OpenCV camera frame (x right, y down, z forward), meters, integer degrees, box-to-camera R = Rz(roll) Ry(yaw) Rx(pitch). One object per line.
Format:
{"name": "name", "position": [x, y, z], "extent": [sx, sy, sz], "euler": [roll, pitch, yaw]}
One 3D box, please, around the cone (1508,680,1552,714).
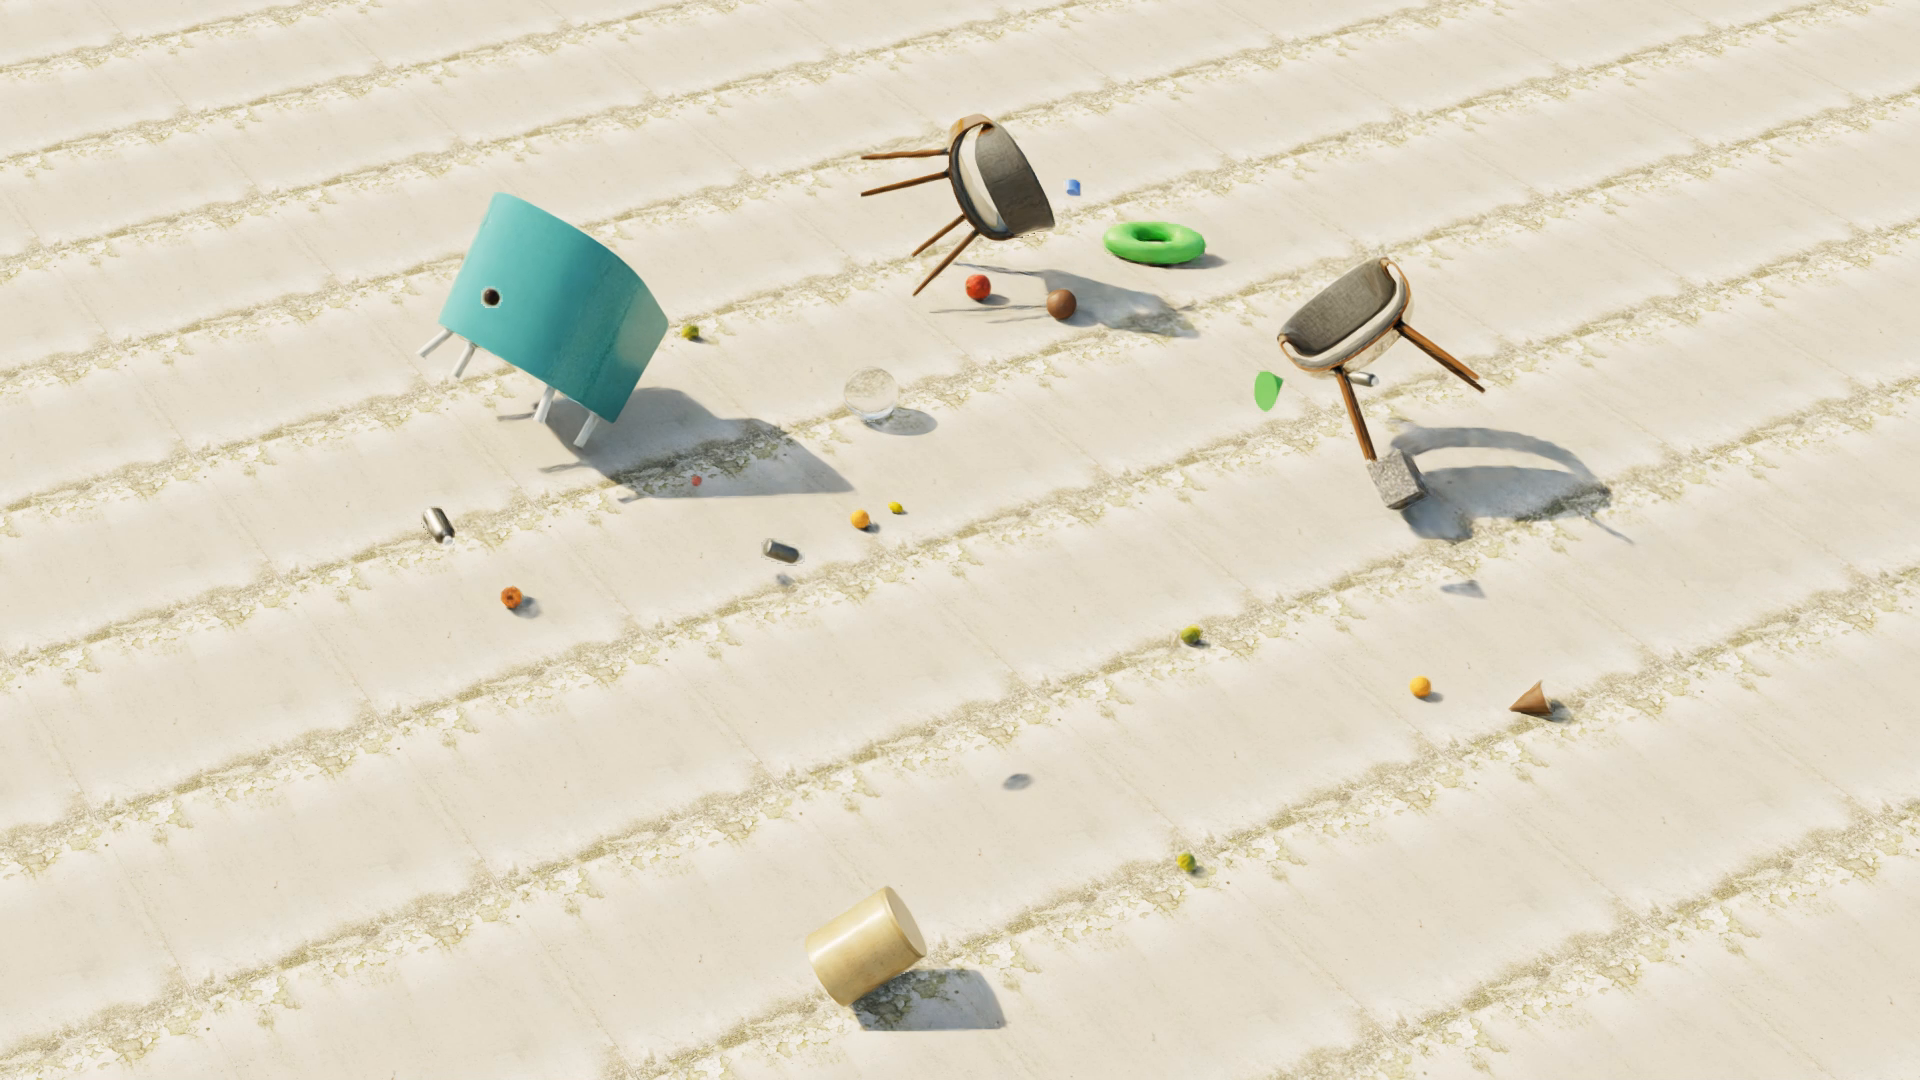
{"name": "cone", "position": [1.941, 0.558, 10.045], "extent": [0.139, 0.123, 0.147], "euler": [-20, 6, 15]}

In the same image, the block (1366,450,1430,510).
{"name": "block", "position": [1.648, -0.224, 11.013], "extent": [0.137, 0.172, 0.210], "euler": [-28, -12, 18]}

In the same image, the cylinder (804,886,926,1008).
{"name": "cylinder", "position": [-0.283, 1.217, 8.789], "extent": [0.290, 0.221, 0.262], "euler": [-33, 38, 7]}

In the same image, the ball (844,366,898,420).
{"name": "ball", "position": [-0.353, -0.582, 11.631], "extent": [0.217, 0.217, 0.217], "euler": [0, 33, 0]}

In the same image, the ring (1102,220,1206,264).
{"name": "ring", "position": [0.848, -1.300, 12.796], "extent": [0.455, 0.105, 0.208], "euler": [5, 50, 10]}

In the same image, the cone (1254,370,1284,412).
{"name": "cone", "position": [1.126, -0.554, 10.487], "extent": [0.098, 0.162, 0.118], "euler": [25, 38, 32]}
